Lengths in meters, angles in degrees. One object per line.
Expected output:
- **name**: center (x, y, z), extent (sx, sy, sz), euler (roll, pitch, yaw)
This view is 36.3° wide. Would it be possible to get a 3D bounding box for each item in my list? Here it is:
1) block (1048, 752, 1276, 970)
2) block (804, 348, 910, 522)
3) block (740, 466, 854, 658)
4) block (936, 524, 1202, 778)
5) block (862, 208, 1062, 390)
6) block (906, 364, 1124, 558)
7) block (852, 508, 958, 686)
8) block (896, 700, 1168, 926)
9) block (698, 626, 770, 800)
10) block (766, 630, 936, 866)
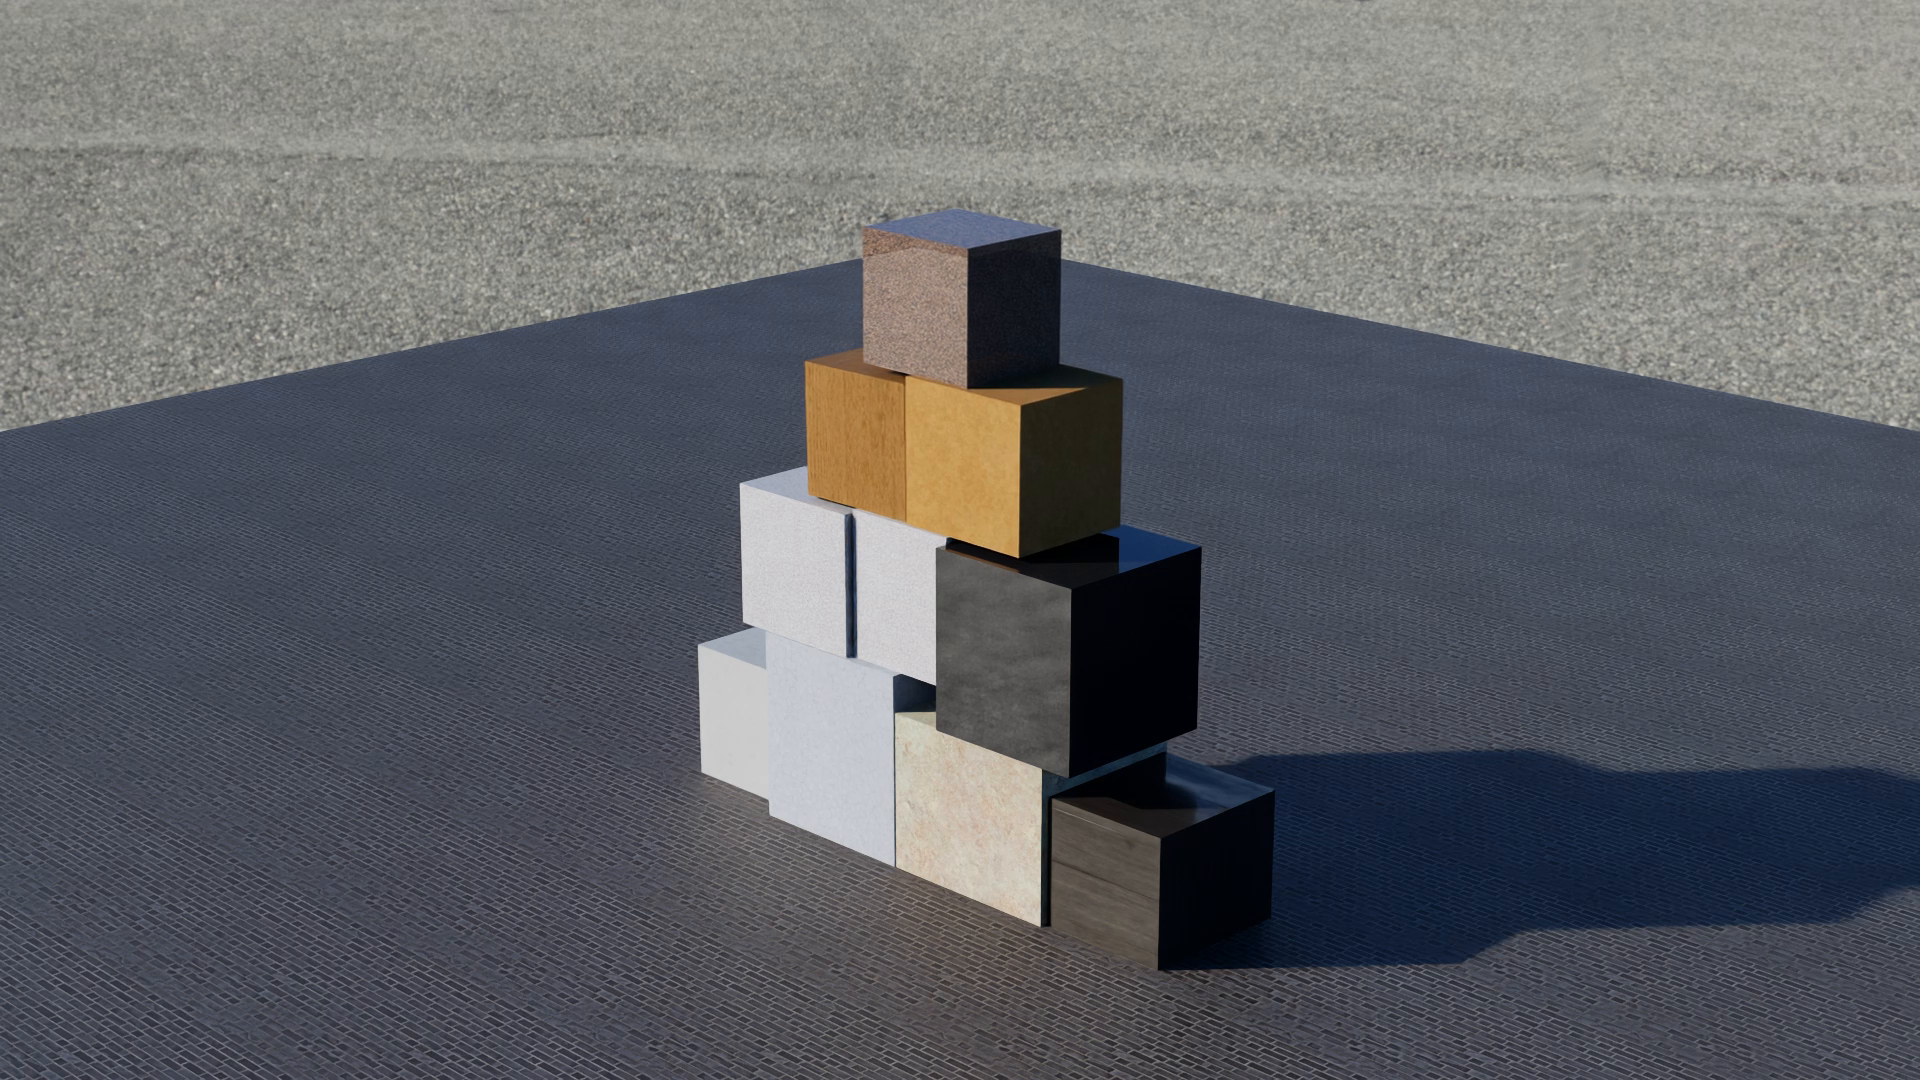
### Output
- **block**: center (0.883, 1.397, 12.883), extent (0.759, 0.610, 0.646), euler (-17, 24, -42)
- **block**: center (-0.251, -0.517, 13.443), extent (0.635, 0.632, 0.648), euler (-17, 23, -42)
- **block**: center (-0.512, 0.059, 13.885), extent (0.754, 0.690, 0.721), euler (-17, 24, -42)
- **block**: center (0.477, 0.440, 12.985), extent (0.840, 0.855, 0.812), euler (-17, 24, -42)
- **block**: center (0.007, -1.079, 12.996), extent (0.583, 0.618, 0.654), euler (-17, 24, -42)
- **block**: center (0.238, -0.390, 12.972), extent (0.651, 0.680, 0.697), euler (-17, 24, -42)
- **block**: center (-0.037, 0.193, 13.427), extent (0.672, 0.709, 0.601), euler (-17, 24, -42)
- **block**: center (0.322, 1.158, 13.392), extent (0.826, 0.760, 0.916), euler (-17, 24, -42)
- **block**: center (-0.857, 0.843, 14.534), extent (0.587, 0.676, 0.643), euler (-17, 24, -42)
- **block**: center (-0.335, 0.888, 13.958), extent (0.780, 0.936, 0.871), euler (-17, 24, -42)
